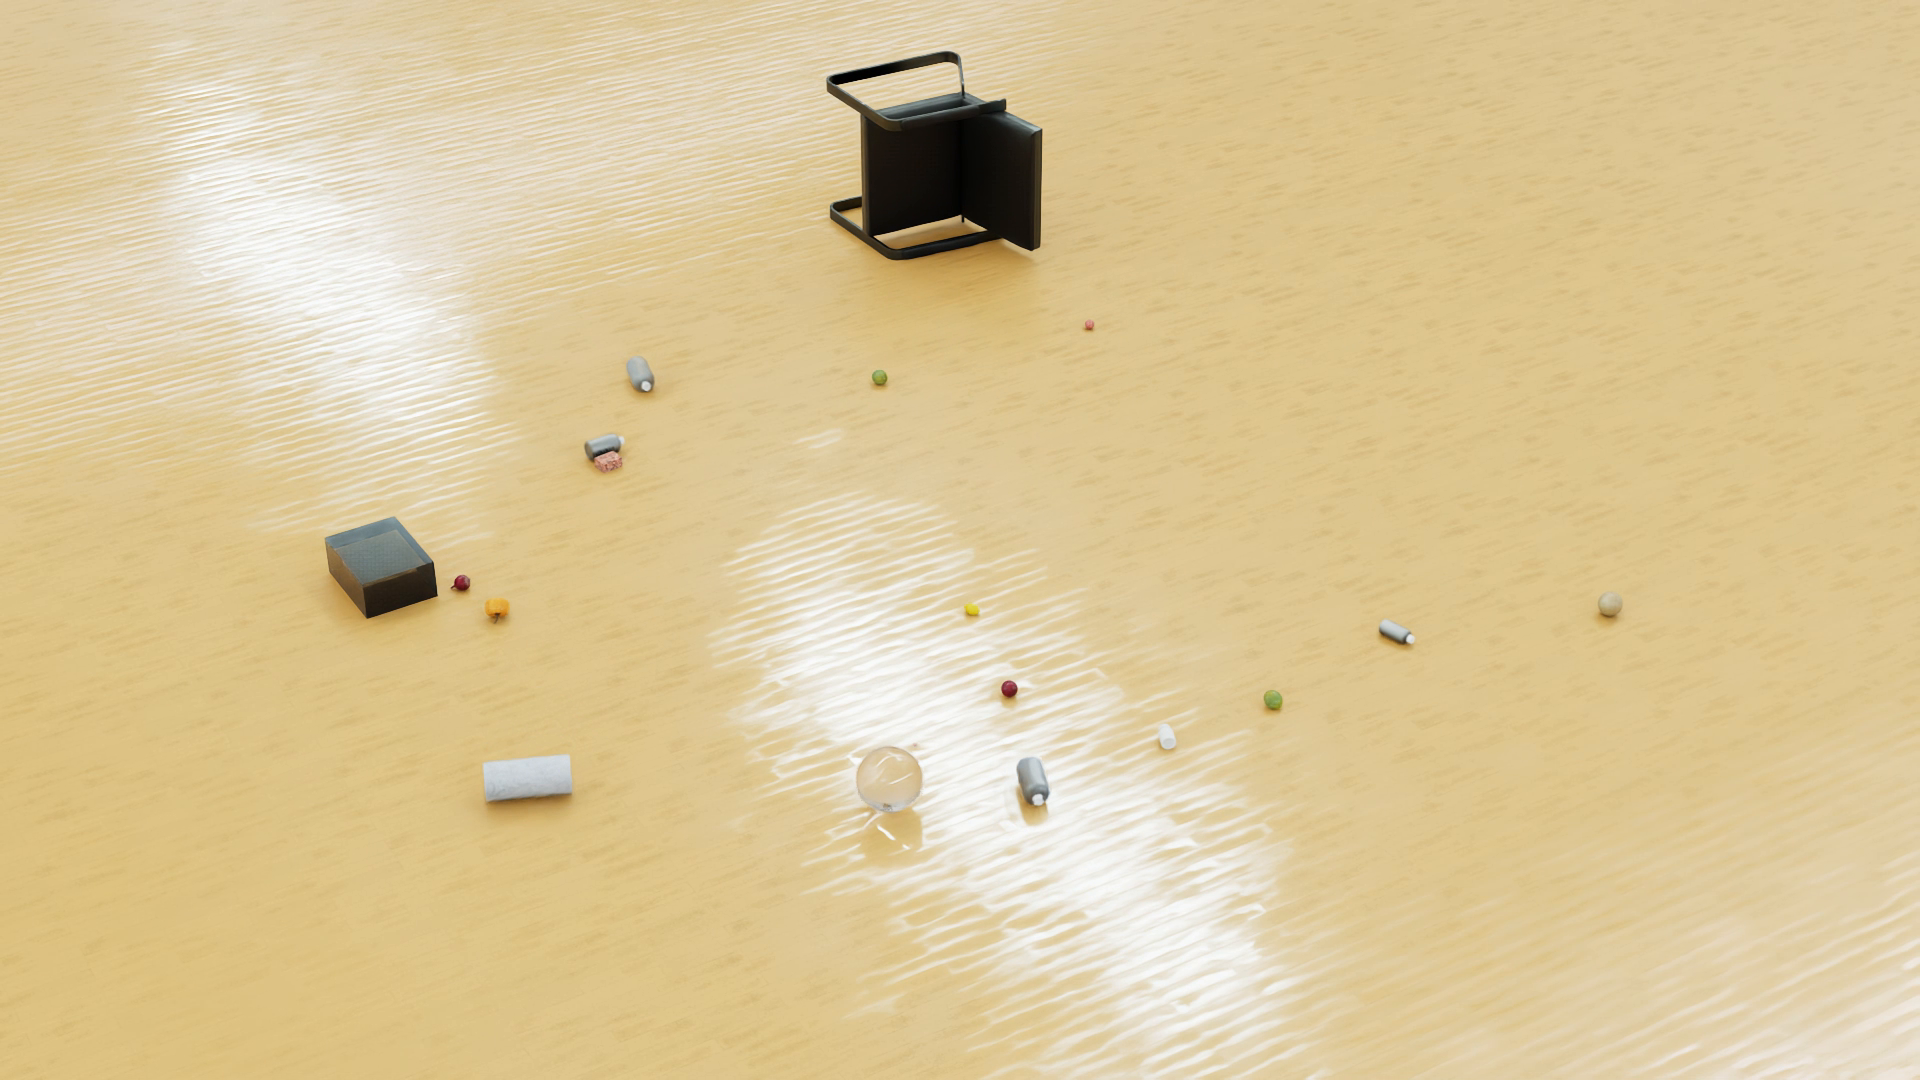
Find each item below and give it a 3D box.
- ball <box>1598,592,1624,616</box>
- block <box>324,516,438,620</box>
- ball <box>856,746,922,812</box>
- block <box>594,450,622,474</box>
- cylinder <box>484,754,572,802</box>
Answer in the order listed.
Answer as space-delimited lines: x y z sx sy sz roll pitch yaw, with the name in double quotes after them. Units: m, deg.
2.333 0.228 10.517 0.089 0.089 0.089 0 33 0 "ball"
-2.105 0.098 10.660 0.275 0.150 0.357 -19 38 -26 "block"
-0.230 0.781 9.562 0.217 0.217 0.217 0 33 0 "ball"
-1.362 -0.302 11.366 0.085 0.040 0.064 -24 40 -32 "block"
-1.420 0.783 9.640 0.282 0.128 0.132 -5 48 -8 "cylinder"
